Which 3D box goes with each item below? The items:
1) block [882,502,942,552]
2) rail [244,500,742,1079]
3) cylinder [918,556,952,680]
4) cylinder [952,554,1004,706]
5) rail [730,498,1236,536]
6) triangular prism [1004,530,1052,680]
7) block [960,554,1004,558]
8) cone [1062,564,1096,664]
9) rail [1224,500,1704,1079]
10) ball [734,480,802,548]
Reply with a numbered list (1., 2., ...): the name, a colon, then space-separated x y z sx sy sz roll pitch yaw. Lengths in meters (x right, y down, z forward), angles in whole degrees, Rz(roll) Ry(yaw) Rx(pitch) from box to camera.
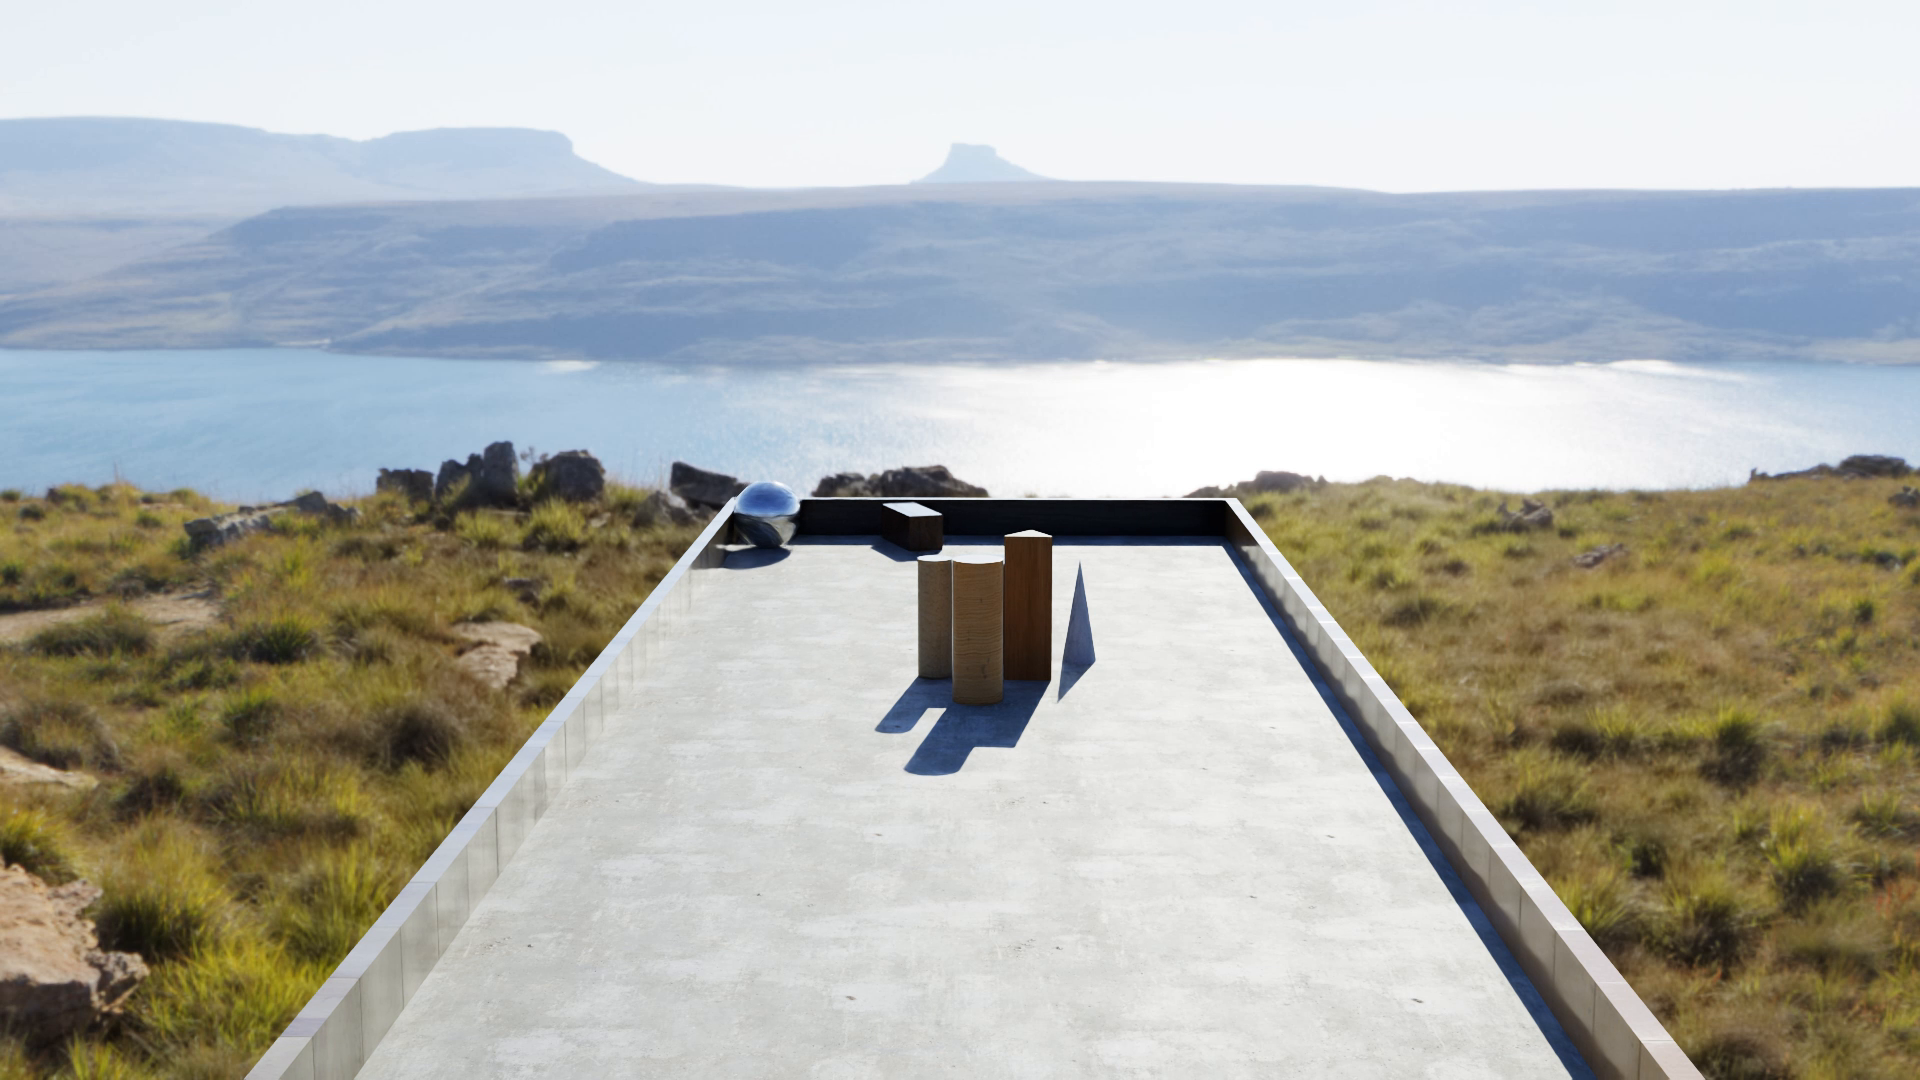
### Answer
1. block: -0.195 -0.055 8.908 0.141 0.141 0.369 -3 10 -19
2. rail: -1.004 0.839 3.234 0.050 0.150 12.000 0 9 1
3. cylinder: -0.073 0.227 6.453 0.101 0.352 0.101 0 9 0
4. cylinder: 0.050 0.251 6.141 0.142 0.402 0.142 0 9 0
5. rail: 0.099 -0.098 9.147 2.100 0.150 0.050 0 9 1
6. triangular prism: 0.204 0.190 6.450 0.137 0.426 0.119 1 9 6
7. block: 0.081 0.211 6.695 0.175 0.308 0.175 1 9 3
8. cone: 0.363 0.211 6.670 0.103 0.316 0.103 0 9 0
9. rail: 1.046 0.843 3.208 0.050 0.150 12.000 0 9 1
10. ball: -0.769 -0.105 8.801 0.273 0.273 0.273 0 9 0
